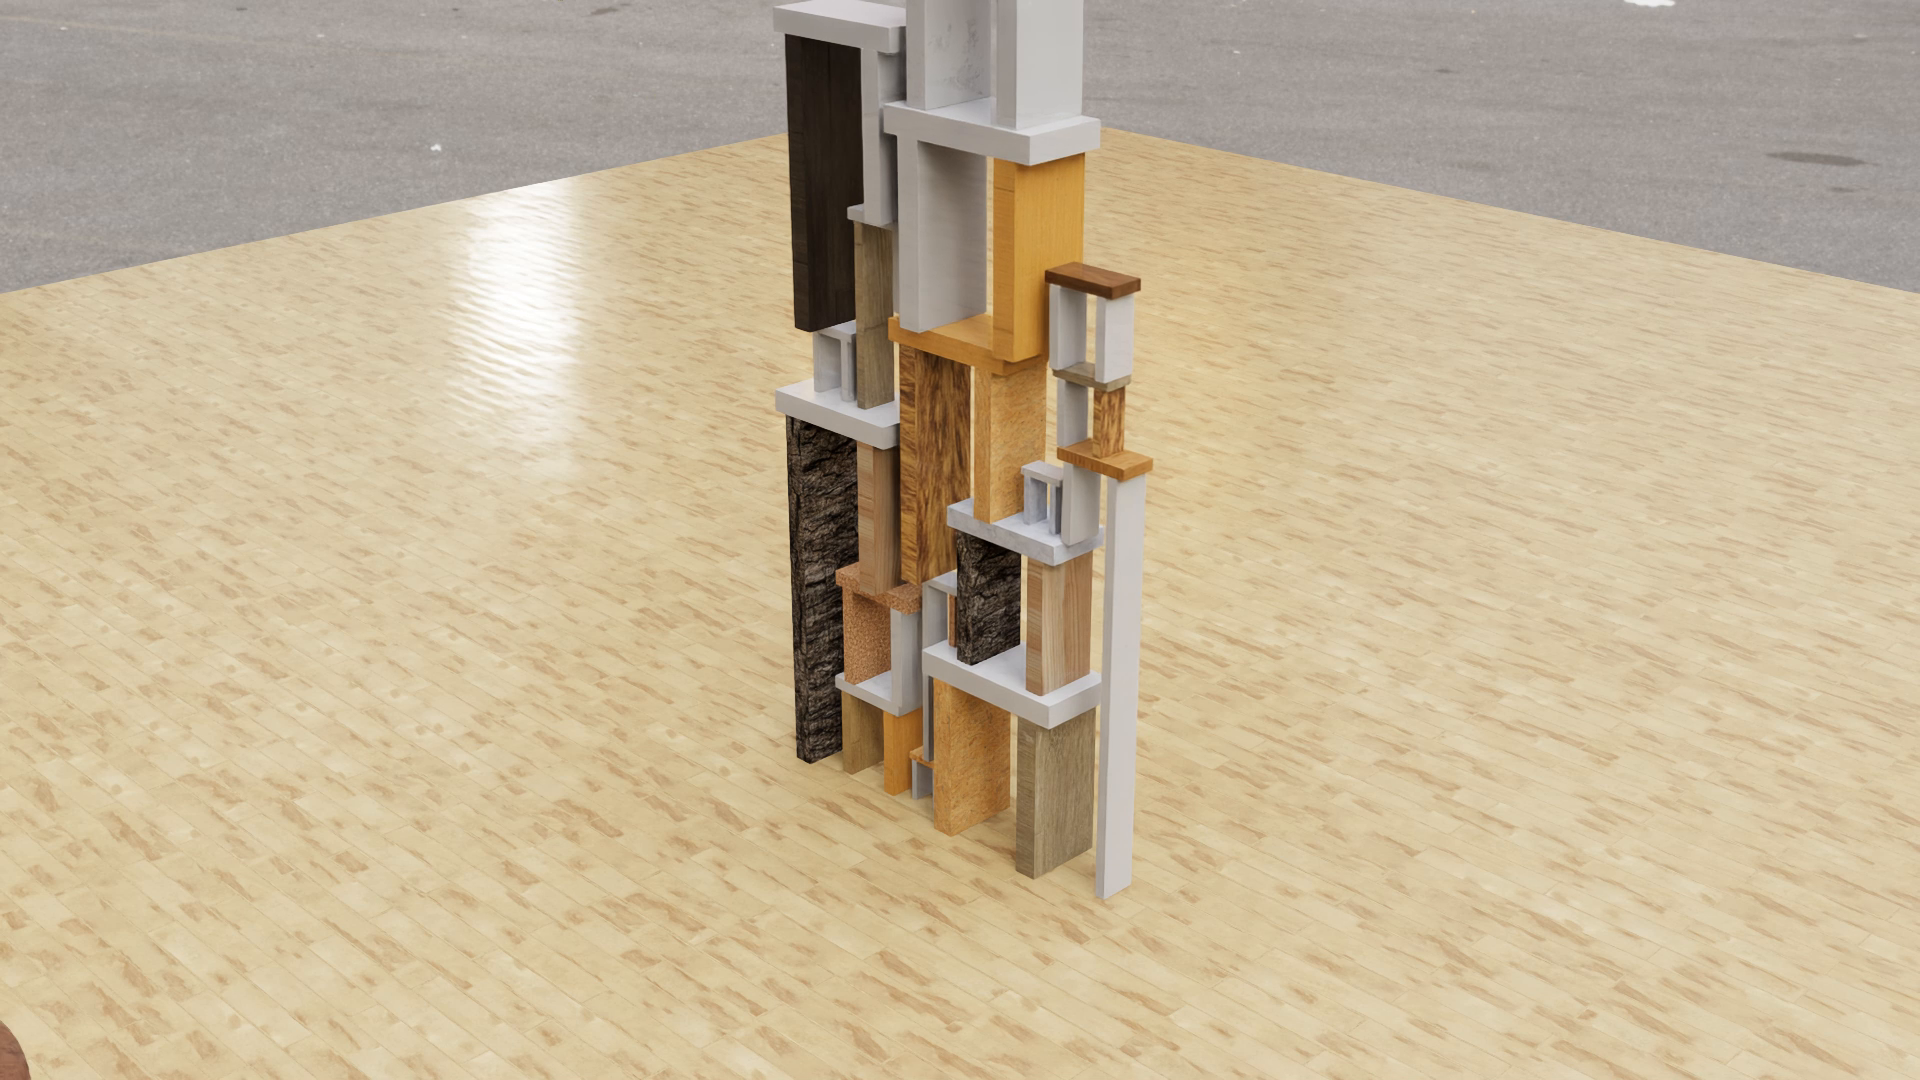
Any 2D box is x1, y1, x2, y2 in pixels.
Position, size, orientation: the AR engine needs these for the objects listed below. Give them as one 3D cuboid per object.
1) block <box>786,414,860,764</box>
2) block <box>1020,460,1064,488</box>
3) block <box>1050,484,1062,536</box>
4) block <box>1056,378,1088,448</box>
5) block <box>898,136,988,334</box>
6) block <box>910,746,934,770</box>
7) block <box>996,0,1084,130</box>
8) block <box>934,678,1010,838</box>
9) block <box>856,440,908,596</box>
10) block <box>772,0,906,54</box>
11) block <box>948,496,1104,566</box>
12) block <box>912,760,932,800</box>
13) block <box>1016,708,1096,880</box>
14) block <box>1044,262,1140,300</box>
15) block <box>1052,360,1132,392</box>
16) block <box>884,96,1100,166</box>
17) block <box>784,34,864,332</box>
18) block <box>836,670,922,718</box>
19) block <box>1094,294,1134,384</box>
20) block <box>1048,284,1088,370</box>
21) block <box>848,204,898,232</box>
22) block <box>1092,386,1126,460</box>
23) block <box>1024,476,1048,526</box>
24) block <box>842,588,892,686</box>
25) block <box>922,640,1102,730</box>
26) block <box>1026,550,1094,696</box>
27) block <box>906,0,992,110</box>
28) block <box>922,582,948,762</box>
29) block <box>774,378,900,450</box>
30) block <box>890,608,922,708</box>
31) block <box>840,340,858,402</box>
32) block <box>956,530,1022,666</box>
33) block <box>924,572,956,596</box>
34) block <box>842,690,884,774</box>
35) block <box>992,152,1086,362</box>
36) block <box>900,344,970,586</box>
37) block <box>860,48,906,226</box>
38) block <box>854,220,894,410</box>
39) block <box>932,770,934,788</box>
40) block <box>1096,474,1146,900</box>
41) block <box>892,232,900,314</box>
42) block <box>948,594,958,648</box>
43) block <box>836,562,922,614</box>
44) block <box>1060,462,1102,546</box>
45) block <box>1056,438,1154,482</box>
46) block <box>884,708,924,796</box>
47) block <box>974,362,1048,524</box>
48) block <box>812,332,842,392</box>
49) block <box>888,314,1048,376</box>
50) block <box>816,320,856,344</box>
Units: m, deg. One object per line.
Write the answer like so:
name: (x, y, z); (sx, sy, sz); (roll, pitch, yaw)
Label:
block: (-0.275, 0.090, 4.558); (0.045, 0.773, 0.157); (21, 31, 41)
block: (0.162, -0.121, 3.998); (0.048, 0.014, 0.096); (-21, 31, -41)
block: (0.185, -0.061, 3.998); (0.014, 0.096, 0.048); (21, 31, 41)
block: (0.200, -0.234, 3.905); (0.018, 0.127, 0.063); (20, 30, 41)
block: (-0.030, -0.571, 4.006); (0.050, 0.356, 0.178); (21, 31, 40)
block: (-0.056, 0.444, 4.466); (0.091, 0.013, 0.045); (21, 31, 41)
block: (0.136, -0.869, 3.705); (0.047, 0.328, 0.164); (21, 31, 40)
block: (0.025, 0.405, 4.373); (0.048, 0.337, 0.169); (21, 31, 41)
block: (-0.127, -0.063, 4.332); (0.157, 0.315, 0.045); (-21, 31, -41)
block: (-0.178, -0.940, 4.009); (0.158, 0.045, 0.315); (-21, 31, -40)
block: (0.120, -0.027, 4.089); (0.273, 0.039, 0.136); (21, 31, 41)
block: (-0.077, 0.483, 4.506); (0.013, 0.091, 0.045); (21, 31, 41)
block: (0.184, 0.467, 4.227); (0.048, 0.338, 0.169); (21, 31, 41)
block: (0.228, -0.447, 3.781); (0.152, 0.022, 0.076); (21, 31, 40)
block: (0.230, -0.289, 3.849); (0.127, 0.018, 0.063); (21, 31, 40)
block: (0.053, -0.725, 3.849); (0.356, 0.050, 0.178); (21, 31, 40)
block: (-0.251, -0.688, 4.198); (0.158, 0.567, 0.045); (-22, 31, -40)
block: (-0.157, 0.305, 4.520); (0.190, 0.027, 0.095); (21, 31, 41)
block: (0.266, -0.353, 3.782); (0.022, 0.152, 0.076); (20, 30, 40)
block: (0.189, -0.380, 3.846); (0.022, 0.152, 0.076); (20, 30, 39)
block: (-0.128, -0.604, 4.107); (0.078, 0.022, 0.157); (-22, 31, -40)
block: (0.261, -0.210, 3.850); (0.018, 0.127, 0.063); (21, 31, 41)
block: (0.139, -0.079, 4.040); (0.014, 0.096, 0.048); (21, 31, 41)
block: (-0.189, 0.182, 4.507); (0.030, 0.211, 0.106); (21, 31, 41)
block: (0.105, 0.259, 4.225); (0.338, 0.048, 0.169); (21, 31, 41)
block: (0.185, 0.142, 4.091); (0.039, 0.273, 0.136); (21, 31, 41)
block: (-0.019, -0.930, 3.847); (0.047, 0.329, 0.164); (21, 31, 40)
block: (-0.049, 0.258, 4.385); (0.016, 0.392, 0.055); (21, 31, 41)
block: (-0.201, -0.257, 4.330); (0.315, 0.045, 0.157); (21, 31, 41)
block: (-0.090, 0.221, 4.415); (0.106, 0.211, 0.030); (-21, 31, -41)
block: (-0.203, -0.337, 4.300); (0.018, 0.125, 0.063); (21, 31, 41)
block: (0.056, 0.092, 4.209); (0.039, 0.273, 0.136); (21, 31, 41)
block: (-0.023, 0.081, 4.281); (0.111, 0.016, 0.055); (21, 31, 41)
block: (-0.202, 0.388, 4.604); (0.027, 0.190, 0.095); (21, 31, 41)
block: (0.138, -0.505, 3.852); (0.050, 0.355, 0.178); (21, 31, 40)
block: (-0.046, -0.160, 4.214); (0.042, 0.480, 0.148); (21, 31, 40)
block: (-0.105, -0.746, 4.011); (0.157, 0.315, 0.045); (-21, 31, -40)
block: (-0.164, -0.437, 4.220); (0.078, 0.372, 0.022); (-21, 31, -41)
block: (-0.034, 0.500, 4.467); (0.013, 0.091, 0.045); (21, 31, 41)
block: (0.292, 0.274, 4.022); (0.022, 0.854, 0.079); (21, 31, 41)
block: (-0.090, -0.507, 4.108); (0.022, 0.157, 0.078); (21, 31, 40)
block: (0.003, 0.149, 4.282); (0.016, 0.111, 0.055); (21, 31, 41)
block: (-0.139, 0.090, 4.414); (0.106, 0.030, 0.211); (-21, 31, -41)
block: (0.218, -0.076, 3.954); (0.022, 0.158, 0.079); (22, 32, 40)
block: (0.256, -0.144, 3.884); (0.079, 0.022, 0.157); (-21, 31, -41)
block: (-0.112, 0.423, 4.521); (0.027, 0.190, 0.095); (21, 31, 41)
block: (0.093, -0.191, 4.049); (0.148, 0.295, 0.042); (-21, 31, -41)
block: (-0.262, -0.360, 4.354); (0.063, 0.125, 0.018); (-22, 31, -40)
block: (0.023, -0.373, 4.047); (0.295, 0.042, 0.148); (21, 31, 40)
block: (-0.232, -0.414, 4.299); (0.063, 0.018, 0.125); (-22, 31, -40)
